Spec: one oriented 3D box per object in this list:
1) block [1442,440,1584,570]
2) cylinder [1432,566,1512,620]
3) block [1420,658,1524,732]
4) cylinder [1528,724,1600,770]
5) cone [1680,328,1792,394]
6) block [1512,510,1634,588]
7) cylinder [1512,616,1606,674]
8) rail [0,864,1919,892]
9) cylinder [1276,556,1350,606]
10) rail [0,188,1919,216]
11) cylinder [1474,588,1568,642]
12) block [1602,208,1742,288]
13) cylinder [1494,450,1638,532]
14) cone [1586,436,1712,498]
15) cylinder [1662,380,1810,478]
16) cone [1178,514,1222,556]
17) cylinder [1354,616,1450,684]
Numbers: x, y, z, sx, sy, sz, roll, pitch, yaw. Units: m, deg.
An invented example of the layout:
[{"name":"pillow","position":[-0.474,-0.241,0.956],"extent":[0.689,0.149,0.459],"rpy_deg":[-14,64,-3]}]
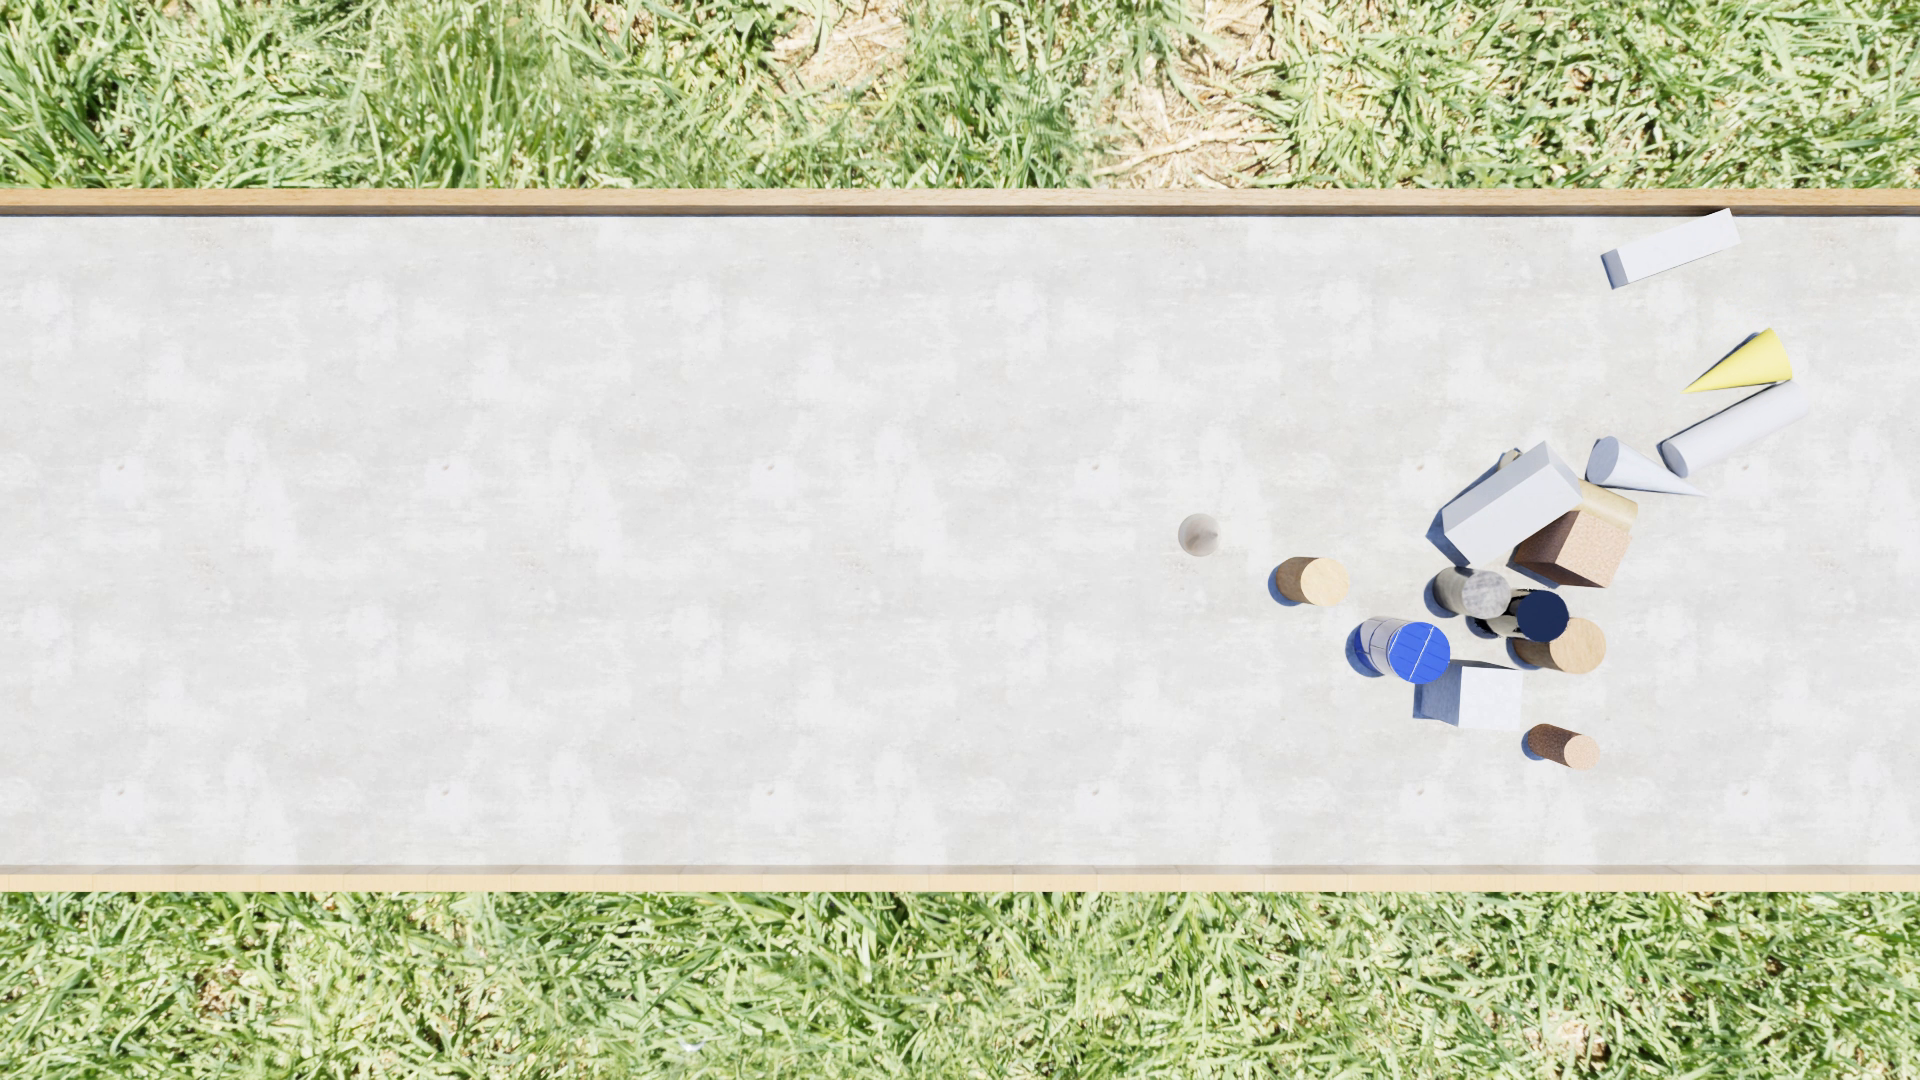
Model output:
[{"name":"block","position":[1.639,-0.103,4.905],"extent":[0.157,0.157,0.368],"rpy_deg":[44,119,-12]},{"name":"cylinder","position":[1.522,0.155,4.916],"extent":[0.141,0.317,0.141],"rpy_deg":[0,91,1]},{"name":"block","position":[1.510,0.452,4.883],"extent":[0.173,0.386,0.173],"rpy_deg":[4,90,0]},{"name":"cylinder","position":[1.799,0.616,4.923],"extent":[0.103,0.308,0.103],"rpy_deg":[0,90,0]},{"name":"cone","position":[2.347,-0.507,5.035],"extent":[0.305,0.172,0.172],"rpy_deg":[-23,90,16]},{"name":"block","position":[1.814,0.027,4.896],"extent":[0.168,0.361,0.168],"rpy_deg":[26,90,0]},{"name":"cylinder","position":[1.782,0.306,4.915],"extent":[0.163,0.323,0.163],"rpy_deg":[0,90,0]},{"name":"rail","position":[-2.247,1.025,5.001],"extent":[12.000,0.150,0.050],"rpy_deg":[0,90,0]},{"name":"cylinder","position":[1.041,0.120,4.889],"extent":[0.139,0.375,0.139],"rpy_deg":[0,90,0]},{"name":"rail","position":[-2.247,-1.025,5.002],"extent":[12.000,0.150,0.050],"rpy_deg":[0,90,0]},{"name":"cylinder","position":[1.653,0.216,4.878],"extent":[0.149,0.398,0.149],"rpy_deg":[0,90,0]},{"name":"block","position":[2.164,-0.887,5.020],"extent":[0.359,0.112,0.112],"rpy_deg":[-20,90,0]},{"name":"cylinder","position":[1.836,-0.135,5.010],"extent":[0.406,0.133,0.133],"rpy_deg":[23,90,0]},{"name":"cone","position":[2.133,-0.186,5.038],"extent":[0.392,0.154,0.154],"rpy_deg":[17,90,-11]},{"name":"cylinder","position":[2.359,-0.337,5.014],"extent":[0.415,0.126,0.126],"rpy_deg":[-27,90,0]},{"name":"cone","position":[0.738,-0.015,4.894],"extent":[0.134,0.365,0.134],"rpy_deg":[0,90,0]},{"name":"cylinder","position":[1.300,0.319,4.870],"extent":[0.176,0.413,0.176],"rpy_deg":[0,90,0]}]
